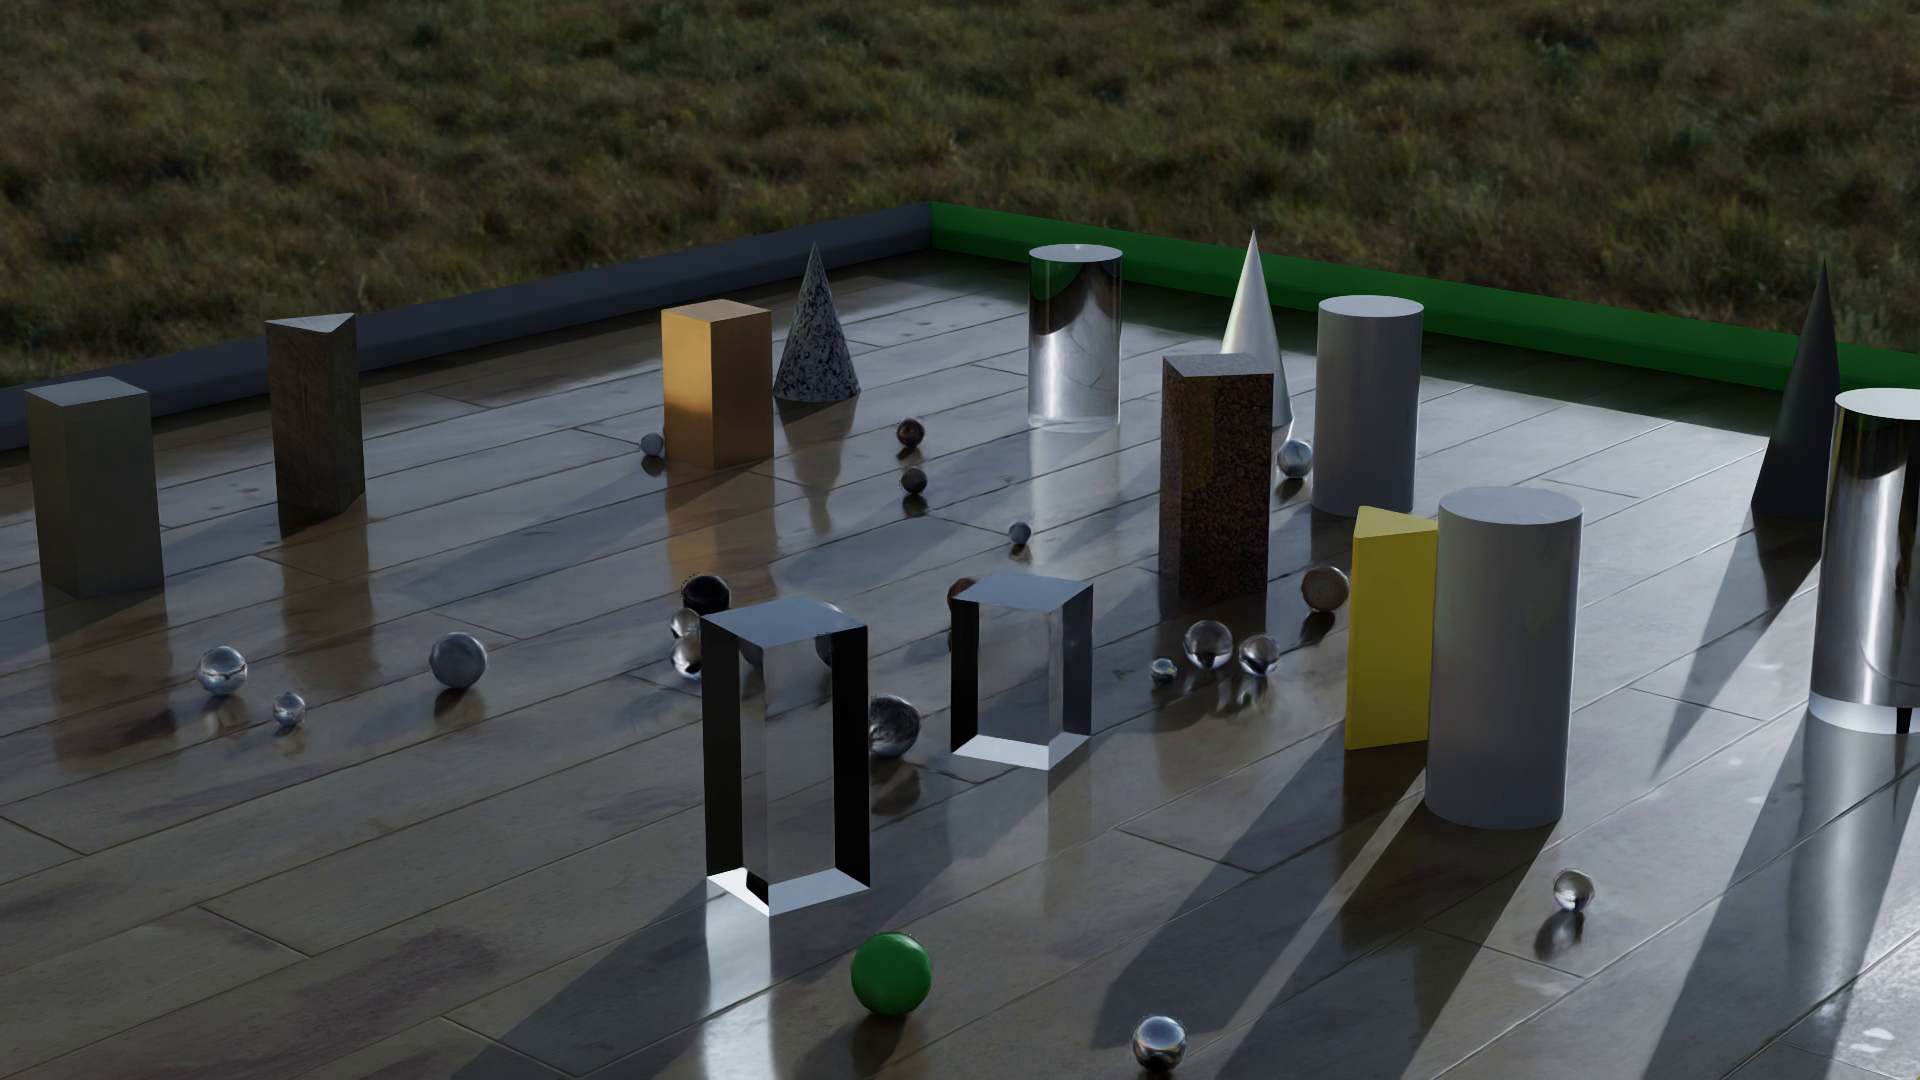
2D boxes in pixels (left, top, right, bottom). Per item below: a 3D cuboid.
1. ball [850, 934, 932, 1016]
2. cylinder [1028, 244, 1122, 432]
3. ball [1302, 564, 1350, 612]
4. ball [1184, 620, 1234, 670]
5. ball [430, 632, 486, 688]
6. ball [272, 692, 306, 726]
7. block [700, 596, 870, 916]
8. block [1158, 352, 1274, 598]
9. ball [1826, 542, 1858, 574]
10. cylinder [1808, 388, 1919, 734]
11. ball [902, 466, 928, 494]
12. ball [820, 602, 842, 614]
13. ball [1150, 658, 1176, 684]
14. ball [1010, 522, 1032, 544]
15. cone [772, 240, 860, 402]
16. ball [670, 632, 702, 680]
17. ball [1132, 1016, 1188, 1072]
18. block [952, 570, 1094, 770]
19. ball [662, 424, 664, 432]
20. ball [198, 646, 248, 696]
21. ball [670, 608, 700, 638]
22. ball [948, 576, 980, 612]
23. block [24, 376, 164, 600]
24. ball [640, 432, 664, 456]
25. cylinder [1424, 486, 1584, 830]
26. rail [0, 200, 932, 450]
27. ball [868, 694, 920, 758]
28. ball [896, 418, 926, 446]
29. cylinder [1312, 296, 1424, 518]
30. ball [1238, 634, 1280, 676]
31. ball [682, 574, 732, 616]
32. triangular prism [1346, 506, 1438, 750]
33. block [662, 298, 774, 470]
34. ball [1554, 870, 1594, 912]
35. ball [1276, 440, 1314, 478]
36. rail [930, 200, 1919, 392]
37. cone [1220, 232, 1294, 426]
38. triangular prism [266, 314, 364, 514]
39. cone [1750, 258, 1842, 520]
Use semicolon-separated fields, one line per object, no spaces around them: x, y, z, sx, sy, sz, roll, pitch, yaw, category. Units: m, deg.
-0.083;0.525;3.540;0.099;0.099;0.099;0;17;0;ball
0.245;-0.431;6.248;0.198;0.367;0.198;0;17;0;cylinder
0.628;0.083;5.036;0.081;0.081;0.081;0;17;0;ball
0.403;0.169;4.751;0.081;0.081;0.081;0;17;0;ball
-0.798;0.191;4.664;0.090;0.090;0.090;0;17;0;ball
-1.031;0.260;4.503;0.051;0.051;0.051;0;17;0;ball
-0.231;0.282;3.876;0.158;0.370;0.158;-12;20;-34;block
0.447;-0.115;5.150;0.158;0.396;0.158;-3;17;-9;block
1.580;0.033;5.248;0.055;0.055;0.055;0;17;0;ball
1.423;0.031;4.495;0.198;0.494;0.198;0;17;0;cylinder
-0.089;-0.117;5.752;0.052;0.052;0.052;0;17;0;ball
-0.231;0.147;4.805;0.093;0.093;0.093;0;17;0;ball
0.325;0.210;4.684;0.042;0.042;0.042;0;17;0;ball
0.112;-0.013;5.424;0.042;0.042;0.042;0;17;0;ball
-0.320;-0.498;6.508;0.198;0.345;0.198;0;17;0;cone
-0.426;0.186;4.705;0.075;0.075;0.075;0;17;0;ball
0.232;0.585;3.402;0.065;0.065;0.065;0;17;0;ball
0.094;0.192;4.391;0.158;0.244;0.158;8;19;25;block
-0.580;-0.231;6.091;0.075;0.075;0.075;0;17;0;ball
-1.165;0.207;4.633;0.077;0.077;0.077;0;17;0;ball
-0.456;0.141;4.890;0.054;0.054;0.054;0;17;0;ball
0.016;0.101;4.988;0.076;0.076;0.076;0;17;0;ball
-1.523;-0.093;5.159;0.158;0.348;0.158;-14;22;-38;block
-0.633;-0.198;6.029;0.047;0.047;0.047;0;17;0;ball
0.765;0.164;4.135;0.198;0.446;0.198;0;17;0;cylinder
-1.594;-0.367;6.445;0.045;0.129;4.660;14;22;39;rail
-0.106;0.277;4.371;0.093;0.093;0.093;0;17;0;ball
-0.102;-0.223;6.091;0.059;0.059;0.059;0;17;0;ball
0.782;-0.258;5.631;0.198;0.391;0.198;0;17;0;cylinder
0.482;0.185;4.721;0.067;0.067;0.067;0;17;0;ball
-0.427;0.098;4.935;0.083;0.083;0.083;0;17;0;ball
0.639;0.127;4.456;0.171;0.332;0.149;-6;18;-18;triangular prism
-0.494;-0.319;5.983;0.158;0.306;0.158;-15;23;-41;block
0.804;0.459;3.837;0.053;0.053;0.053;0;17;0;ball
0.670;-0.161;5.855;0.077;0.077;0.077;0;17;0;ball
1.512;-0.470;6.787;4.268;0.129;0.045;14;22;39;rail
0.623;-0.464;6.281;0.198;0.412;0.198;0;17;0;cone
-1.218;-0.253;5.676;0.171;0.355;0.149;11;20;33;triangular prism
1.631;-0.299;5.598;0.198;0.489;0.198;0;17;0;cone
